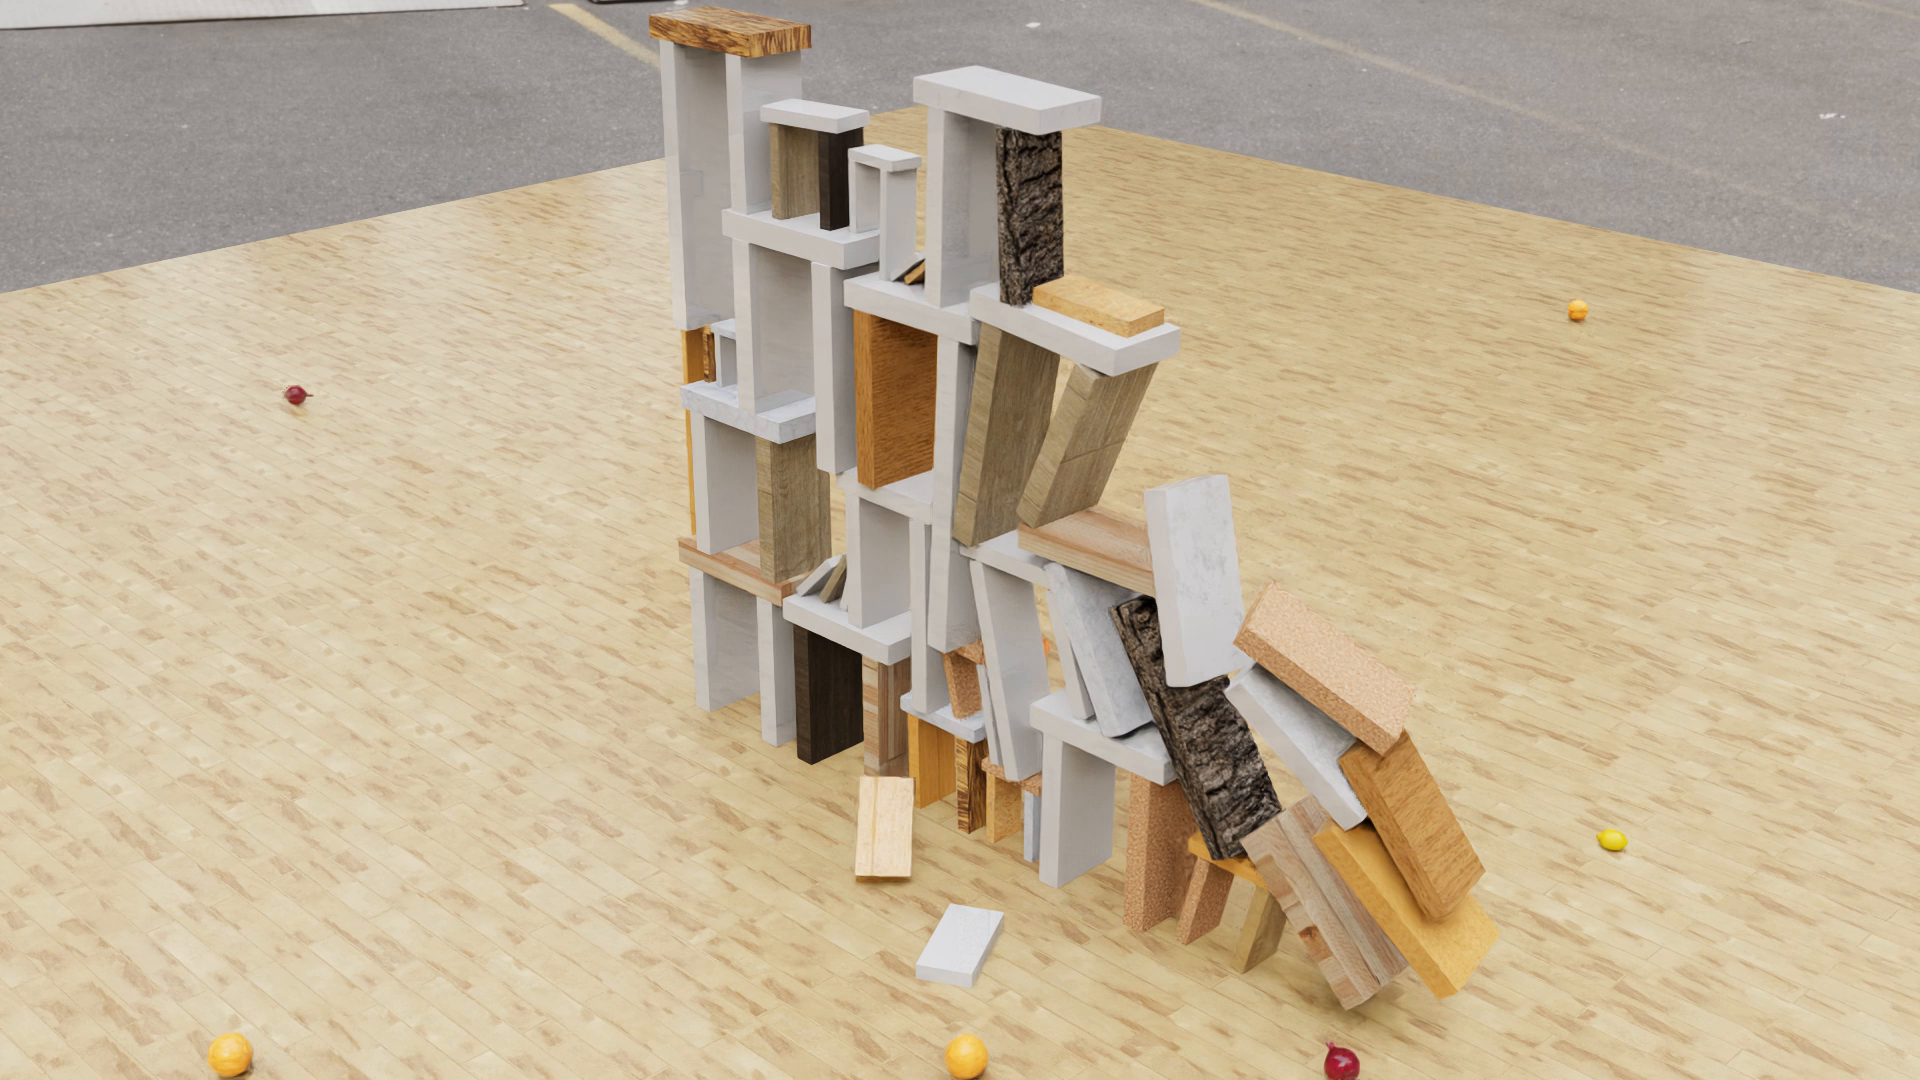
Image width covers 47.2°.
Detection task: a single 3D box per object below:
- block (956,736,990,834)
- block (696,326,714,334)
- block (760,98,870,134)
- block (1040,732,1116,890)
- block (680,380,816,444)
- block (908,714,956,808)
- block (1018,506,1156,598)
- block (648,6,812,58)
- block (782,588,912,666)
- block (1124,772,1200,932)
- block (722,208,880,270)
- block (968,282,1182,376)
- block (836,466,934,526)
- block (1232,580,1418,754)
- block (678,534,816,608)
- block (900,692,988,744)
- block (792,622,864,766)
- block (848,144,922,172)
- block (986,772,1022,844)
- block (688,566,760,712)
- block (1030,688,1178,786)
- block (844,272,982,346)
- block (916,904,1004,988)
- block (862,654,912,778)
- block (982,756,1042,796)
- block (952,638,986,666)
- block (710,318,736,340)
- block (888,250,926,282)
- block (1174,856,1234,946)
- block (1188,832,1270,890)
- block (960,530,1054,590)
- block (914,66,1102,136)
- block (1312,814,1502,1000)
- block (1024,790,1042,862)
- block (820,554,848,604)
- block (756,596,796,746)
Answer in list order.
[{"bbox_3d":[0.042,0.471,4.384,0.029,0.208,0.104,19,30,41],"label":"block"},{"bbox_3d":[-0.538,-0.456,4.619,0.108,0.015,0.054,22,31,40],"label":"block"},{"bbox_3d":[-0.277,-0.806,4.174,0.191,0.027,0.095,16,28,34],"label":"block"},{"bbox_3d":[0.226,0.488,4.195,0.046,0.324,0.162,22,31,39],"label":"block"},{"bbox_3d":[-0.417,-0.278,4.553,0.317,0.045,0.158,21,31,41],"label":"block"},{"bbox_3d":[-0.056,0.432,4.474,0.029,0.208,0.104,19,30,41],"label":"block"},{"bbox_3d":[0.282,0.014,3.916,0.331,0.047,0.166,21,30,39],"label":"block"},{"bbox_3d":[-0.451,-0.994,4.294,0.154,0.044,0.309,-21,31,-40],"label":"block"},{"bbox_3d":[-0.199,0.164,4.506,0.317,0.045,0.158,21,31,40],"label":"block"},{"bbox_3d":[0.378,0.548,4.054,0.046,0.324,0.162,22,32,40],"label":"block"},{"bbox_3d":[-0.280,-0.602,4.283,0.356,0.050,0.178,21,31,41],"label":"block"},{"bbox_3d":[0.198,-0.382,3.848,0.343,0.049,0.171,27,35,37],"label":"block"},{"bbox_3d":[-0.094,-0.102,4.289,0.143,0.041,0.286,-21,30,-40],"label":"block"},{"bbox_3d":[0.595,0.205,3.574,0.301,0.043,0.150,37,39,0],"label":"block"},{"bbox_3d":[-0.430,0.047,4.717,0.340,0.048,0.170,21,31,41],"label":"block"},{"bbox_3d":[-0.009,0.341,4.385,0.104,0.029,0.208,-21,31,-41],"label":"block"},{"bbox_3d":[-0.274,0.301,4.645,0.045,0.317,0.158,21,31,41],"label":"block"},{"bbox_3d":[-0.140,-0.712,4.094,0.069,0.020,0.139,-17,28,-35],"label":"block"},{"bbox_3d":[0.087,0.516,4.348,0.077,0.153,0.022,-21,31,-41],"label":"block"},{"bbox_3d":[-0.510,0.195,4.867,0.048,0.340,0.170,21,31,41],"label":"block"},{"bbox_3d":[0.302,0.349,4.049,0.324,0.046,0.162,21,31,40],"label":"block"},{"bbox_3d":[-0.036,-0.441,4.080,0.174,0.049,0.347,-20,30,-39],"label":"block"},{"bbox_3d":[0.001,0.735,3.991,0.104,0.030,0.209,7,24,16],"label":"block"},{"bbox_3d":[-0.124,0.360,4.507,0.045,0.317,0.158,21,31,41],"label":"block"},{"bbox_3d":[0.123,0.450,4.280,0.153,0.022,0.076,21,31,41],"label":"block"},{"bbox_3d":[0.030,0.204,4.272,0.072,0.021,0.145,-21,32,-40],"label":"block"},{"bbox_3d":[-0.455,-0.432,4.539,0.116,0.016,0.058,21,31,40],"label":"block"},{"bbox_3d":[-0.084,-0.512,4.093,0.054,0.015,0.107,-17,-6,-34],"label":"block"},{"bbox_3d":[0.453,0.639,4.002,0.098,0.196,0.028,-21,45,-41],"label":"block"},{"bbox_3d":[0.512,0.559,3.900,0.098,0.028,0.196,-21,32,-41],"label":"block"},{"bbox_3d":[0.128,0.027,4.095,0.121,0.034,0.243,-21,31,-40],"label":"block"},{"bbox_3d":[0.080,-0.762,3.802,0.153,0.043,0.306,-21,33,-40],"label":"block"},{"bbox_3d":[0.743,0.575,3.652,0.169,0.337,0.048,-38,0,-43],"label":"block"},{"bbox_3d":[0.159,0.545,4.281,0.076,0.153,0.022,-21,31,-41],"label":"block"},{"bbox_3d":[-0.232,0.071,4.502,0.071,0.141,0.020,-21,64,-40],"label":"block"},{"bbox_3d":[-0.350,0.257,4.719,0.048,0.340,0.170,21,31,41],"label":"block"}]
